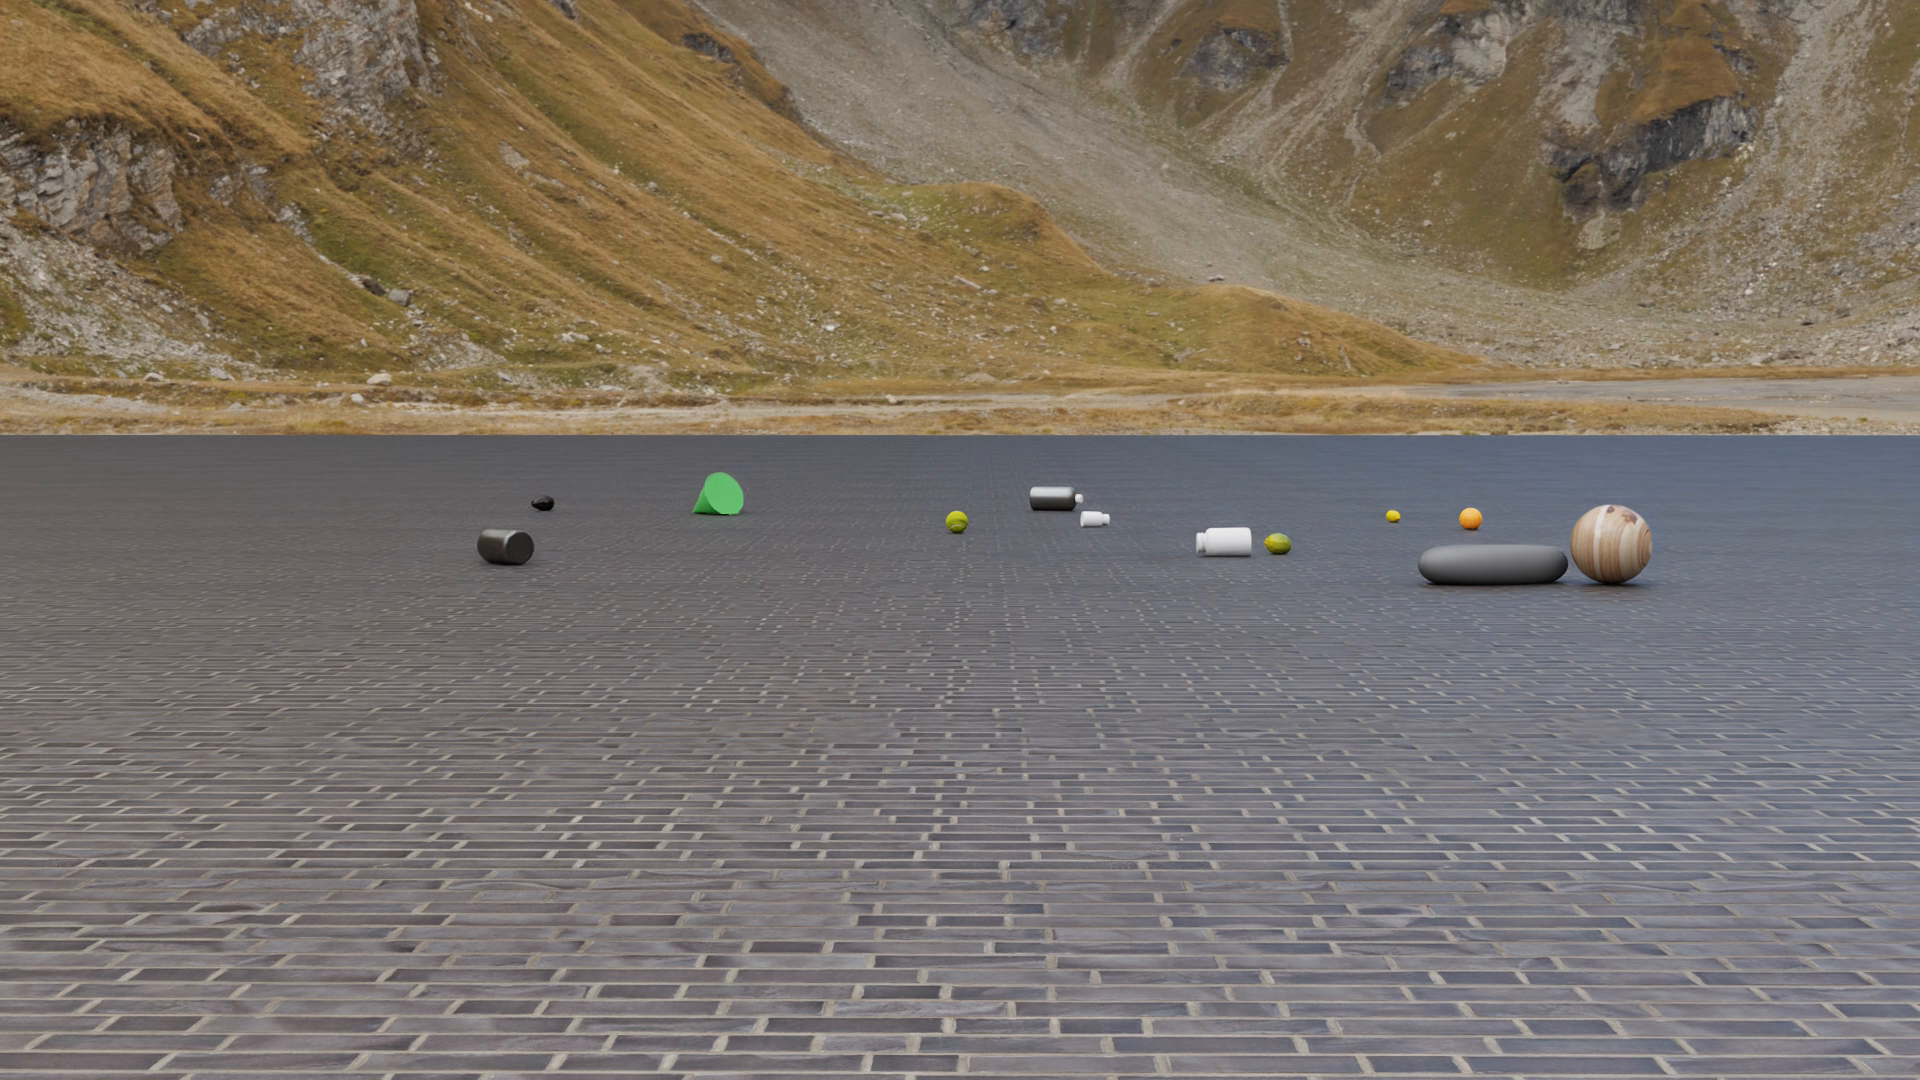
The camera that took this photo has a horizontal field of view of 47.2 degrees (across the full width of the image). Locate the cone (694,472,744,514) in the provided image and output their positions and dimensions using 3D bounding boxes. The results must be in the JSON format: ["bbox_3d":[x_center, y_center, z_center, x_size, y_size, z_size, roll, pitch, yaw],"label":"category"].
[{"bbox_3d":[-0.907,-0.132,7.915,0.188,0.165,0.180,-28,-1,39],"label":"cone"}]

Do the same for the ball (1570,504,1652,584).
[{"bbox_3d":[1.499,0.010,5.064,0.184,0.184,0.184,0,4,0],"label":"ball"}]

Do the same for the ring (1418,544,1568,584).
[{"bbox_3d":[1.237,0.057,5.100,0.374,0.087,0.171,0,2,-14],"label":"ring"}]
